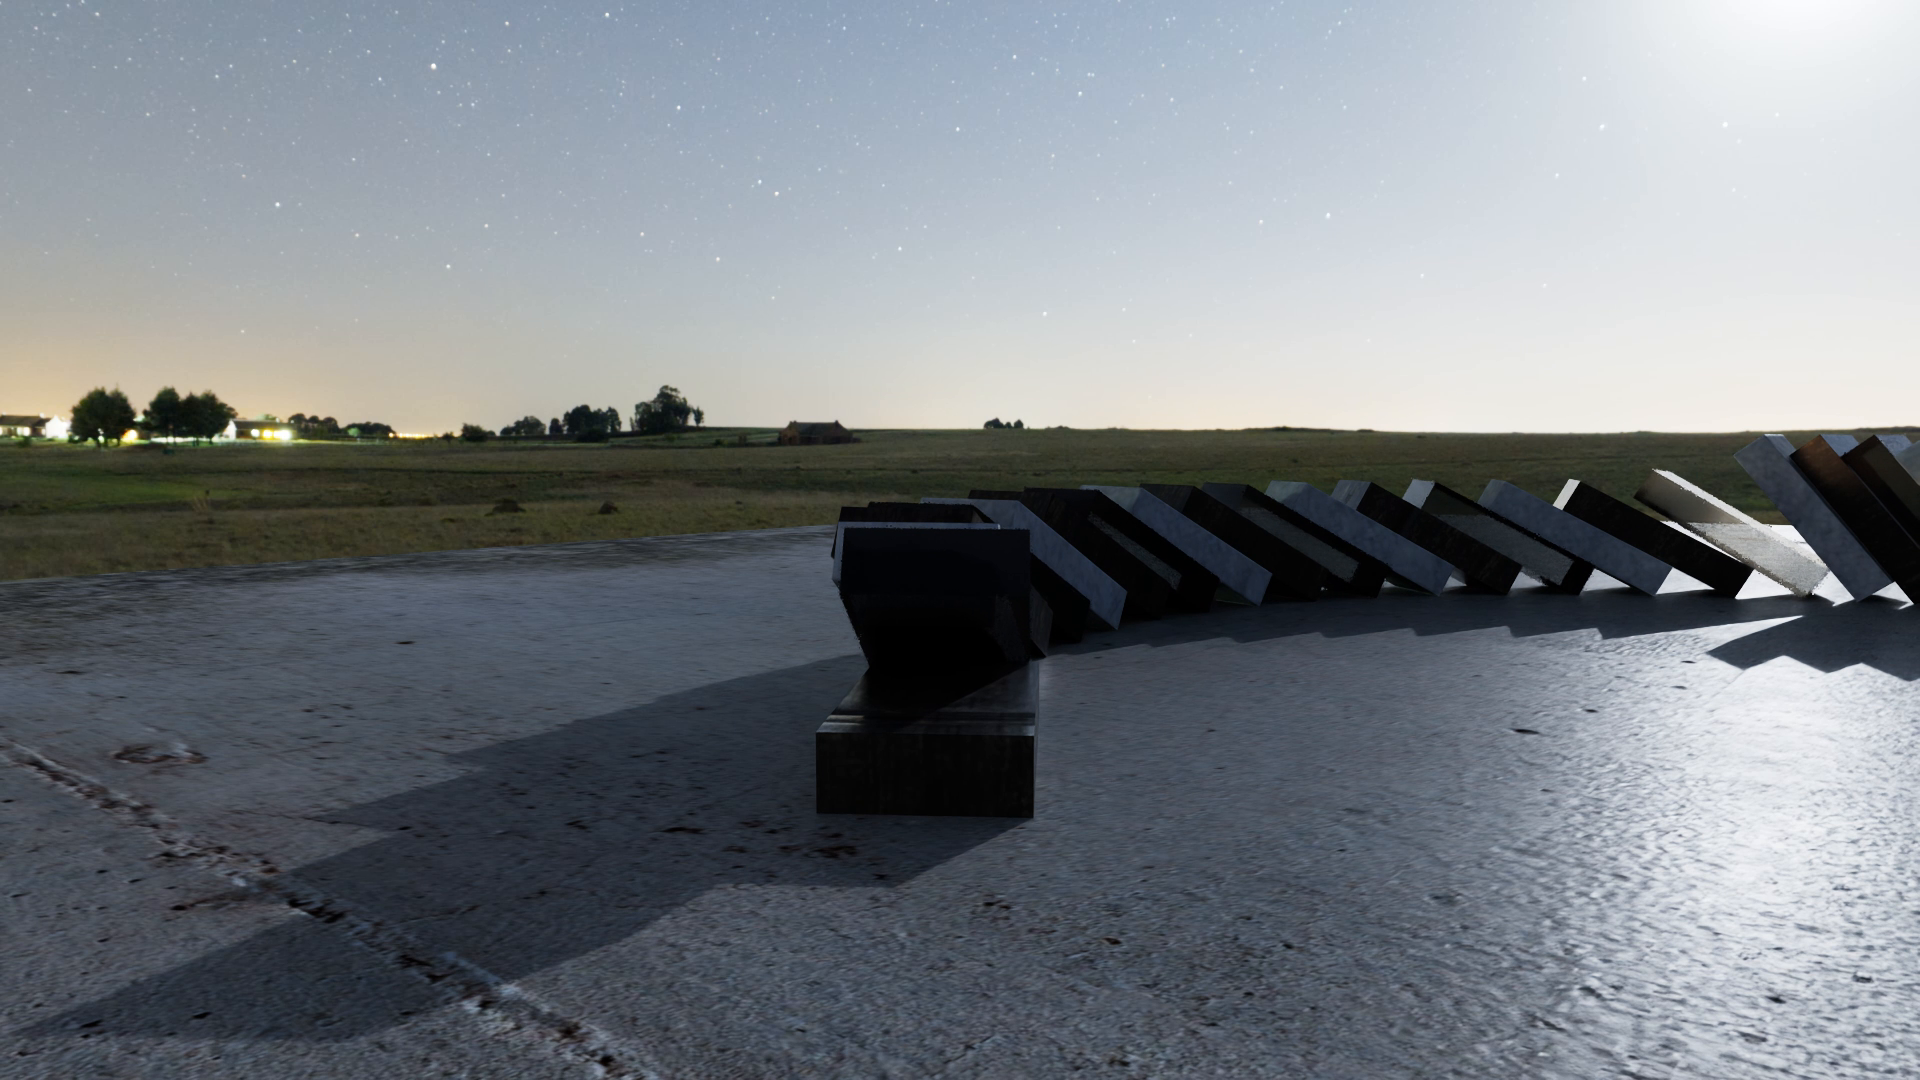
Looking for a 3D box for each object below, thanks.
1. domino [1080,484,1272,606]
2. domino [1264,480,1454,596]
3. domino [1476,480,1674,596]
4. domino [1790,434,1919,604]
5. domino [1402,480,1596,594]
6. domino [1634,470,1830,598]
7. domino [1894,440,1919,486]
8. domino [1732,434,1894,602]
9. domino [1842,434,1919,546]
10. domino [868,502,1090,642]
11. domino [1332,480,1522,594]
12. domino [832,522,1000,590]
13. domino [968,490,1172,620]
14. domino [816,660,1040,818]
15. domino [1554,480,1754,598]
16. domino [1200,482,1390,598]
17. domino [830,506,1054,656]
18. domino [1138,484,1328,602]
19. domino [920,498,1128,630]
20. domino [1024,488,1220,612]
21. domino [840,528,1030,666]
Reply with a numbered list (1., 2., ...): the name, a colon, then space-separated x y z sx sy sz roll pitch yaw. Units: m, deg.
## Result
1. domino: 0.055 0.002 0.335 0.050 0.010 0.025 30 -12 -29
2. domino: 0.112 -0.001 0.367 0.050 0.009 0.025 28 0 -9
3. domino: 0.177 -0.001 0.374 0.050 0.009 0.025 30 10 10
4. domino: 0.255 -0.007 0.355 0.025 0.050 0.010 -3 -33 -39
5. domino: 0.155 -0.001 0.374 0.050 0.009 0.025 28 6 3
6. domino: 0.222 -0.003 0.368 0.050 0.010 0.025 40 25 30
7. domino: 0.271 -0.005 0.336 0.025 0.050 0.010 -3 -33 -39
8. domino: 0.241 -0.007 0.360 0.025 0.050 0.009 -5 -32 -47
9. domino: 0.264 -0.006 0.346 0.025 0.050 0.010 -3 -33 -39
10. domino: 0.004 0.007 0.265 0.025 0.010 0.050 3 -22 35
11. domino: 0.133 -0.001 0.371 0.050 0.009 0.025 28 2 -5
12. domino: -0.003 0.011 0.218 0.025 0.009 0.050 1 -22 9
13. domino: 0.025 0.004 0.303 0.025 0.009 0.050 4 -22 45
14. domino: -0.002 0.025 0.172 0.025 0.010 0.050 0 4 4
15. domino: 0.199 -0.001 0.370 0.050 0.009 0.025 31 13 15
16. domino: 0.092 0.000 0.358 0.050 0.009 0.025 28 -4 -16
17. domino: -0.002 0.009 0.241 0.025 0.010 0.050 2 -23 22
18. domino: 0.073 0.001 0.348 0.050 0.010 0.025 29 -8 -24
19. domino: 0.014 0.006 0.284 0.025 0.009 0.050 3 -22 37
20. domino: 0.039 0.003 0.319 0.050 0.010 0.025 32 -17 -36
21. domino: -0.002 0.012 0.193 0.025 0.009 0.050 1 -22 3
